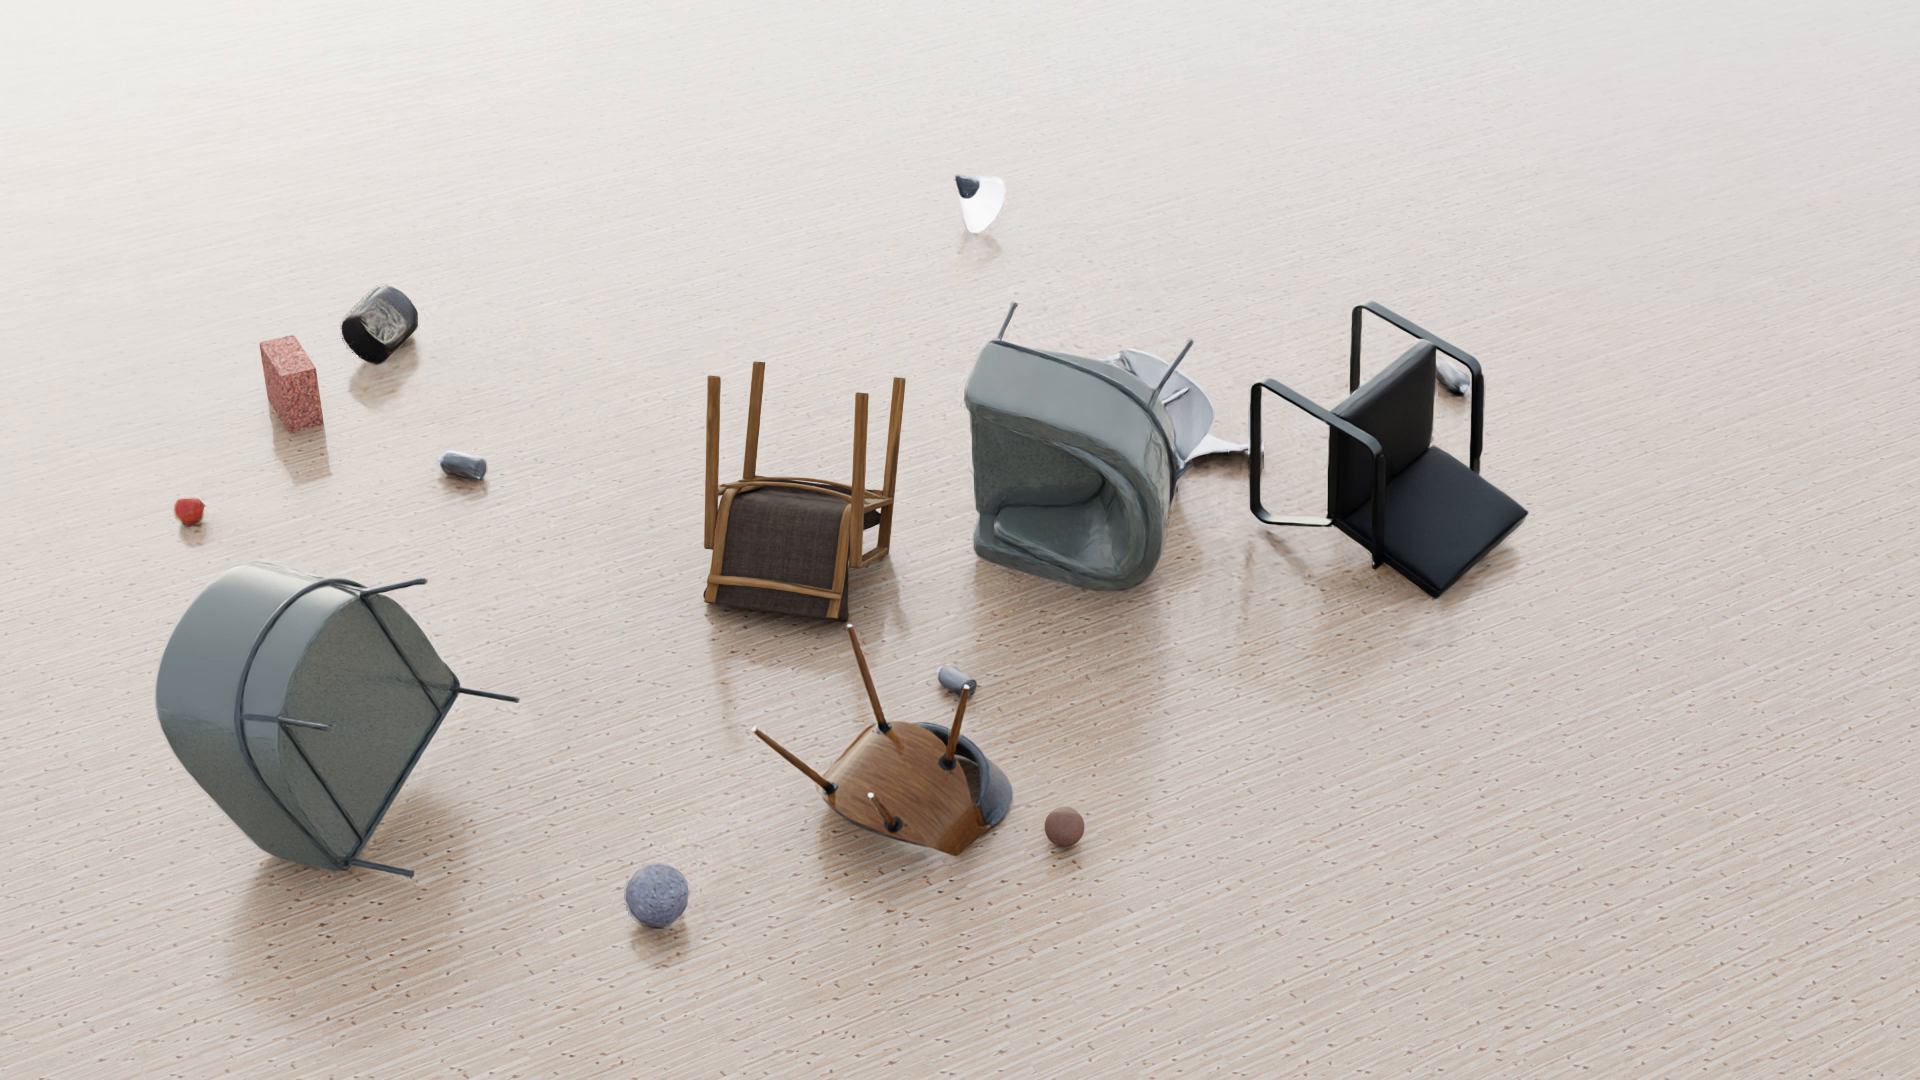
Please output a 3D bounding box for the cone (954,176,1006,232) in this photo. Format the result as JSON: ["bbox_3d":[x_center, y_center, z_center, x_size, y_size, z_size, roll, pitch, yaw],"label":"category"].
[{"bbox_3d":[0.041,-1.551,12.988,0.223,0.224,0.312,-16,49,36],"label":"cone"}]

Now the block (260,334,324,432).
[{"bbox_3d":[-2.657,-0.623,11.655,0.142,0.258,0.301,-16,37,-22],"label":"block"}]

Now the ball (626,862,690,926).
[{"bbox_3d":[-0.939,1.100,9.097,0.196,0.196,0.196,0,33,0],"label":"ball"}]

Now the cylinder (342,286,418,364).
[{"bbox_3d":[-2.389,-0.889,12.093,0.182,0.235,0.274,-30,18,33],"label":"cylinder"}]
